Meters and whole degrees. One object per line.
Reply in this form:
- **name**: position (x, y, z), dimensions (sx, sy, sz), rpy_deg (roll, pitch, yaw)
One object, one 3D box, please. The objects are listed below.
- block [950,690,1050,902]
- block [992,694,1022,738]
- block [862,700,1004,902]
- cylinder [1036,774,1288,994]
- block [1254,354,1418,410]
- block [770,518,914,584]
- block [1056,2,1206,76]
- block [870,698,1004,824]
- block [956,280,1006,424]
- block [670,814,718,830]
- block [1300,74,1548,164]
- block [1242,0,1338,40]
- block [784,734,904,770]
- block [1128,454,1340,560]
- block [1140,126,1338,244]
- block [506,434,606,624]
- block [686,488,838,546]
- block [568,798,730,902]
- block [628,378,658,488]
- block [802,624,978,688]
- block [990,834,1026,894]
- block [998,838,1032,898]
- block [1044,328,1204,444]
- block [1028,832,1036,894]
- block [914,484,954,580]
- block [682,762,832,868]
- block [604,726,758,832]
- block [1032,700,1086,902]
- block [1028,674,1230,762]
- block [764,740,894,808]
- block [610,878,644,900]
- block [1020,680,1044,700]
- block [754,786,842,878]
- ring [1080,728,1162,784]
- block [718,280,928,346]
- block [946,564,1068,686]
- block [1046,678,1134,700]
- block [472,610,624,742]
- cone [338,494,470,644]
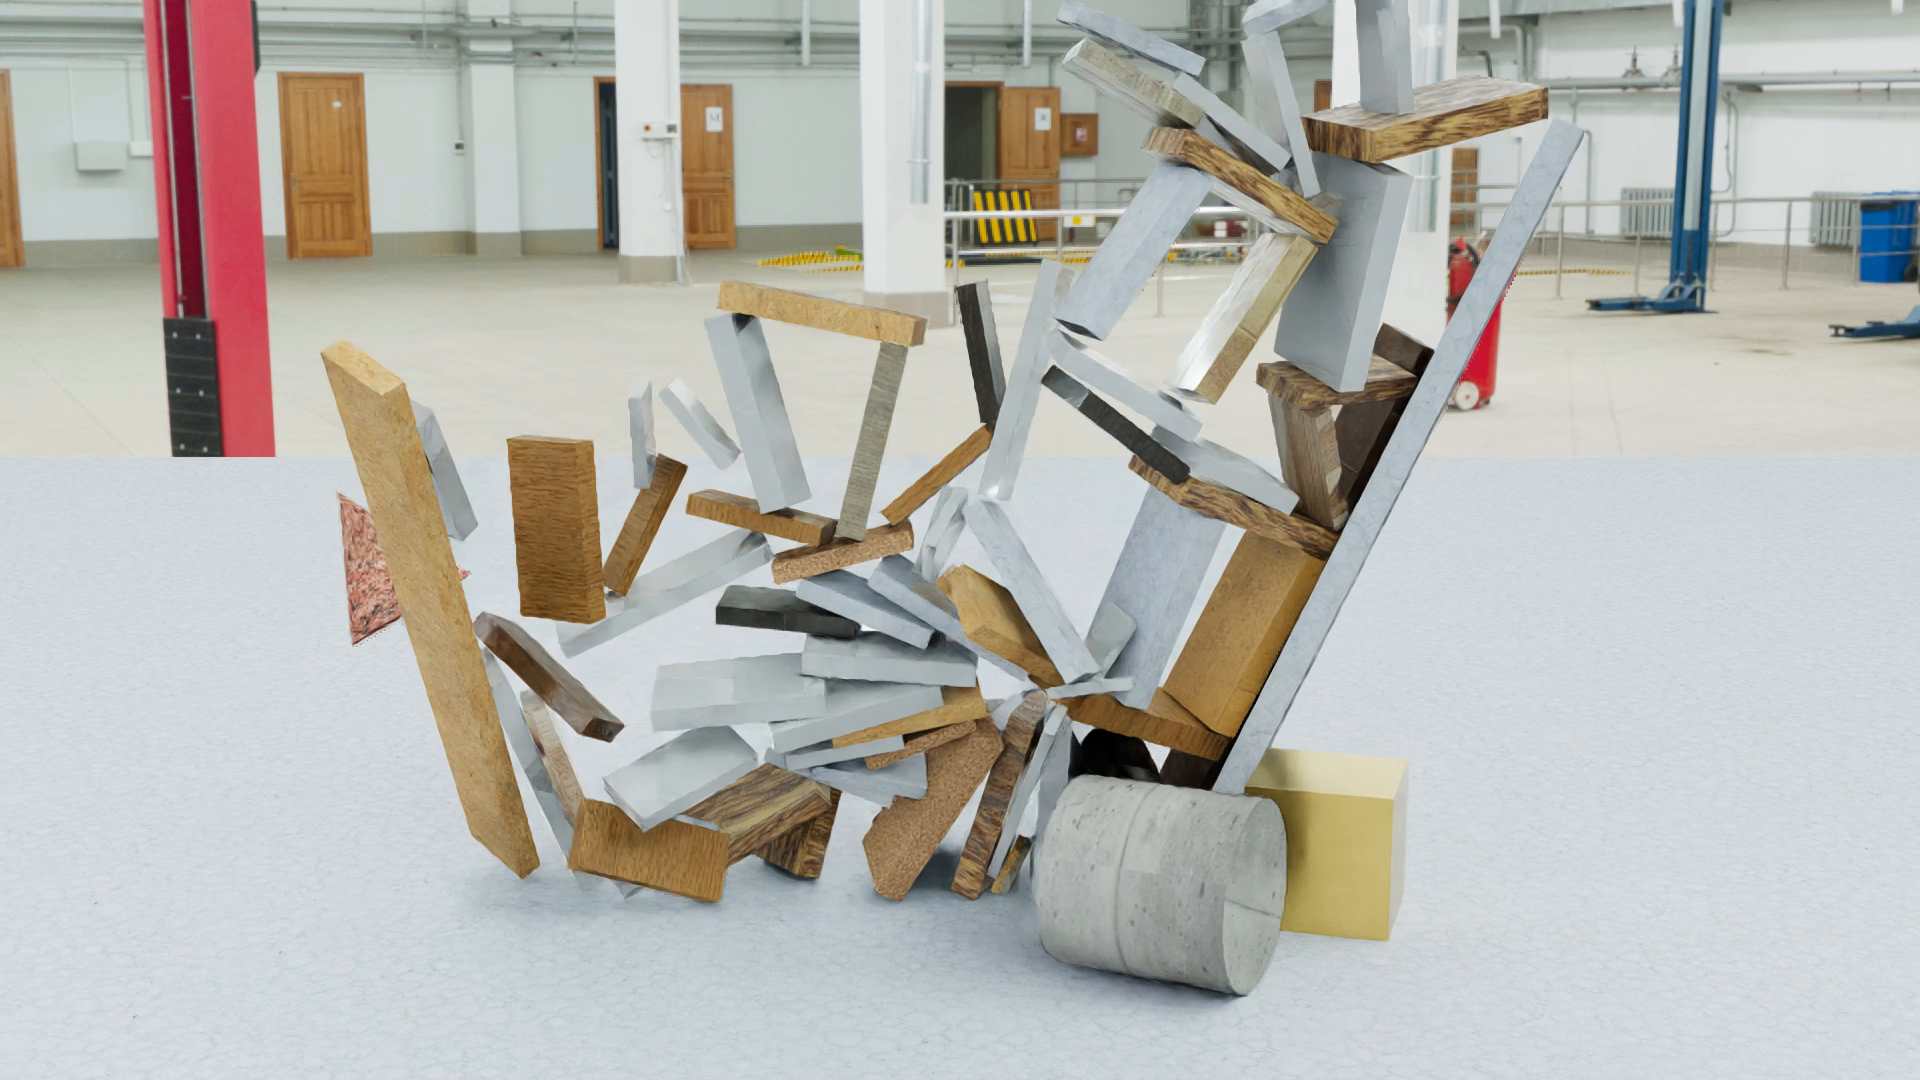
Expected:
- **block**: position (0.075, 0.425, 3.673), dimensions (0.046, 0.325, 0.162), rpy_deg (21, 15, 11)
- **block**: position (-0.002, 0.418, 3.782), dimensions (0.046, 0.325, 0.162), rpy_deg (38, 20, 7)
- **block**: position (-0.048, 0.424, 3.650), dimensions (0.046, 0.325, 0.162), rpy_deg (27, 16, -21)
- **cylinder**: position (0.306, 0.512, 3.297), dimensions (0.289, 0.289, 0.289), rpy_deg (5, 12, 26)
- **block**: position (0.603, -0.257, 3.525), dimensions (0.235, 0.033, 0.117), rpy_deg (-8, 28, -30)
- **block**: position (-0.188, 0.018, 3.547), dimensions (0.228, 0.032, 0.114), rpy_deg (-15, 10, 2)
- **block**: position (0.258, -0.756, 3.317), dimensions (0.210, 0.030, 0.105), rpy_deg (19, 10, -18)
- **block**: position (-0.026, 0.403, 3.887), dimensions (0.041, 0.290, 0.145), rpy_deg (43, 13, 19)
- **block**: position (0.038, -0.298, 3.468), dimensions (0.031, 0.216, 0.108), rpy_deg (-9, 8, 12)
- **block**: position (-0.478, 0.489, 3.644), dimensions (0.140, 0.070, 0.020), rpy_deg (17, -26, -5)
- **block**: position (0.716, -0.651, 3.386), dimensions (0.346, 0.049, 0.173), rpy_deg (-18, 25, -26)
- **block**: position (0.521, -0.816, 3.307), dimensions (0.190, 0.027, 0.095), rpy_deg (-19, 22, 24)
- **block**: position (-0.188, 0.320, 3.574), dimensions (0.191, 0.027, 0.095), rpy_deg (-11, 29, 1)
- **block**: position (0.446, -0.062, 3.562), dimensions (0.330, 0.047, 0.165), rpy_deg (19, 13, -33)
- **block**: position (0.425, -0.541, 3.347), dimensions (0.285, 0.040, 0.143), rpy_deg (26, 3, -22)
- **block**: position (-0.633, -0.017, 3.448), dimensions (0.143, 0.285, 0.040), rpy_deg (5, 14, 32)
- **block**: position (-0.319, -0.038, 3.555), dimensions (0.223, 0.032, 0.112), rpy_deg (14, 9, 9)
- **block**: position (-0.500, 0.503, 3.554), dimensions (0.262, 0.111, 0.031), rpy_deg (20, -24, -31)
- **block**: position (-0.509, -0.172, 3.528), dimensions (0.023, 0.159, 0.080), rpy_deg (1, 26, 2)
- **block**: position (-0.110, 0.178, 3.546), dimensions (0.276, 0.039, 0.138), rpy_deg (4, 25, -1)
- **block**: position (0.080, 0.539, 3.651), dimensions (0.013, 0.094, 0.047), rpy_deg (27, 28, 5)
- **block**: position (0.093, 0.545, 3.663), dimensions (0.013, 0.094, 0.047), rpy_deg (27, 14, 5)
- **block**: position (0.248, -0.236, 3.347), dimensions (0.243, 0.034, 0.121), rpy_deg (29, 12, -17)
- **block**: position (0.127, 0.537, 3.672), dimensions (0.013, 0.095, 0.047), rpy_deg (5, 13, 10)
- **block**: position (-0.031, -0.012, 3.492), dimensions (0.020, 0.144, 0.072), rpy_deg (19, -2, 17)
- **block**: position (-0.350, 0.457, 3.703), dimensions (0.290, 0.041, 0.145), rpy_deg (-31, 33, 15)
- **block**: position (-0.446, 0.372, 3.523), dimensions (0.222, 0.031, 0.111), rpy_deg (-28, 50, -30)
- **block**: position (0.166, 0.423, 3.659), dimensions (0.046, 0.327, 0.163), rpy_deg (6, 10, 11)
- **block**: position (0.277, 0.273, 3.634), dimensions (0.327, 0.046, 0.163), rpy_deg (19, 14, -36)
- **block**: position (-0.206, 0.362, 3.658), dimensions (0.222, 0.031, 0.111), rpy_deg (21, 32, -1)
- **block**: position (-0.518, 0.532, 3.662), dimensions (0.140, 0.020, 0.070), rpy_deg (-31, 64, -17)
- **block**: position (0.189, 0.395, 3.820), dimensions (0.046, 0.327, 0.163), rpy_deg (-15, 6, 16)
- **block**: position (-0.265, 0.421, 3.788), dimensions (0.041, 0.290, 0.145), rpy_deg (16, -1, -41)
- **ring**: position (0.279, 0.454, 3.621), dimensions (0.105, 0.315, 0.315), rpy_deg (-15, 12, -6)
- **block**: position (-0.217, -0.363, 3.520), dimensions (0.312, 0.044, 0.156), rpy_deg (12, 8, 5)
- **block**: position (0.085, 0.138, 3.456), dimensions (0.035, 0.125, 0.249), rpy_deg (-37, -42, 22)
- **block**: position (0.200, 0.230, 3.397), dimensions (0.065, 0.018, 0.130), rpy_deg (-2, -8, -37)
- **block**: position (-0.674, 0.224, 3.591), dimensions (0.266, 0.038, 0.133), rpy_deg (41, 0, 17)
- **cone**: position (-0.978, 0.019, 3.679), dimensions (0.228, 0.228, 0.228), rpy_deg (-31, 4, 3)
